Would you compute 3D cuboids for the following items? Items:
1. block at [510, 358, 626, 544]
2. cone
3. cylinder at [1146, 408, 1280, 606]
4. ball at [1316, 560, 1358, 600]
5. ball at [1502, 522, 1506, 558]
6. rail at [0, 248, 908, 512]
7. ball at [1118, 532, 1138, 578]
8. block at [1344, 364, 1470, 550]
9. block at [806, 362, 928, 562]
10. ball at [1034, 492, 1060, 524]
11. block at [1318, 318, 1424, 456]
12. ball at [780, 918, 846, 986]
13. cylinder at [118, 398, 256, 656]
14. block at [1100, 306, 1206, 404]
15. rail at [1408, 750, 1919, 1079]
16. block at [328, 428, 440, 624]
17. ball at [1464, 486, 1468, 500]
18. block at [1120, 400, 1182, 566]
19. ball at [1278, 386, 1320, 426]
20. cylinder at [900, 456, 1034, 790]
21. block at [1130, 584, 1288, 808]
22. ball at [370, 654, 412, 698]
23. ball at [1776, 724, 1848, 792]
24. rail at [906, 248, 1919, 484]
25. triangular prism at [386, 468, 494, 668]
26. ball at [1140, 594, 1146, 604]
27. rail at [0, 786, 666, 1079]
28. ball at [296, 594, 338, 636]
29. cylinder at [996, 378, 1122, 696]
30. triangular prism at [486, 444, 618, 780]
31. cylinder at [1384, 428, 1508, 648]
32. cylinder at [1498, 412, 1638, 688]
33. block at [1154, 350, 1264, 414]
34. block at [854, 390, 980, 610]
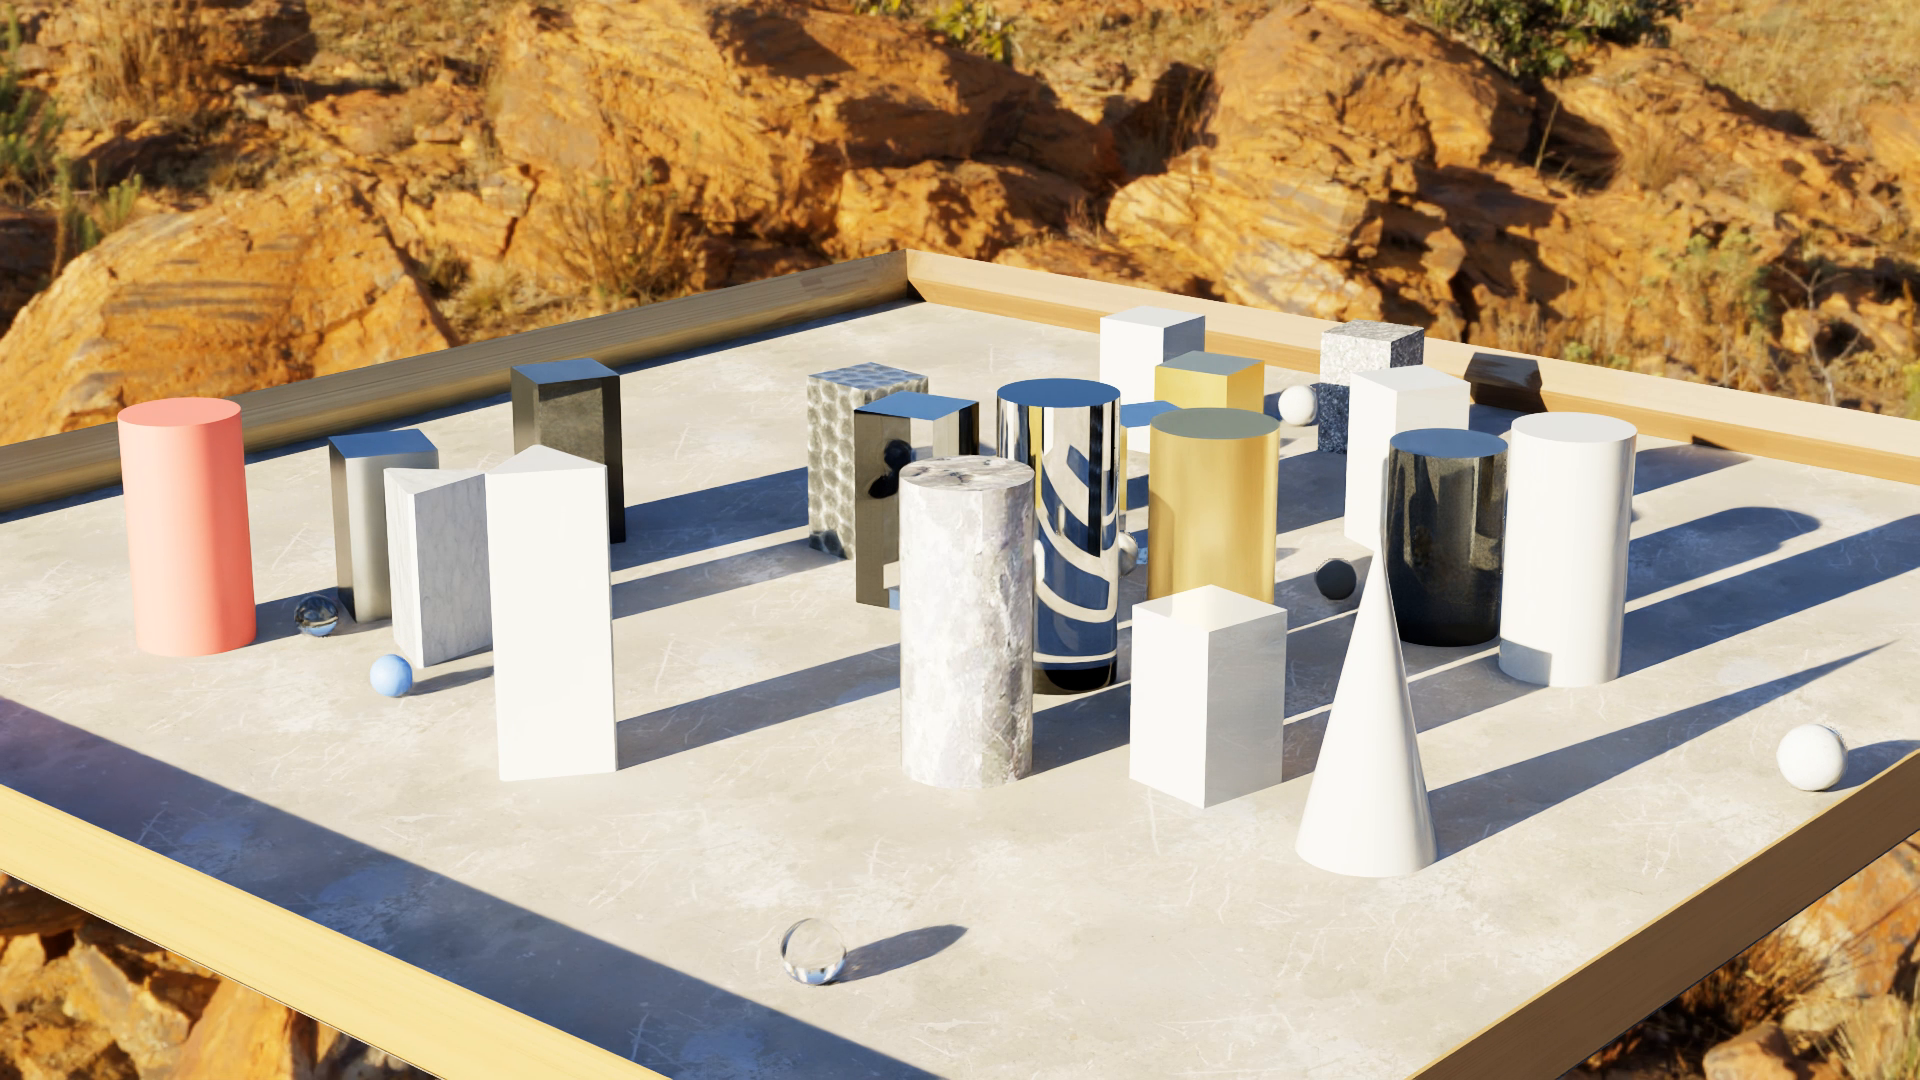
[{"bbox_3d":[-0.725,-0.159,5.424,0.156,0.318,0.156,-8,19,-26],"label":"block"},{"bbox_3d":[0.560,0.207,3.973,0.195,0.456,0.195,0,17,0],"label":"cone"},{"bbox_3d":[0.384,0.047,4.488,0.195,0.466,0.195,0,17,0],"label":"cylinder"},{"bbox_3d":[0.655,0.070,5.095,0.070,0.070,0.070,0,17,0],"label":"ball"},{"bbox_3d":[0.968,-0.002,5.324,0.077,0.077,0.077,0,17,0],"label":"ball"},{"bbox_3d":[-1.283,-0.290,6.187,0.045,0.127,3.552,14,22,39],"label":"rail"},{"bbox_3d":[0.274,0.026,5.215,0.085,0.085,0.085,0,17,0],"label":"ball"},{"bbox_3d":[0.821,-0.146,5.391,0.156,0.313,0.156,-7,18,-23],"label":"block"},{"bbox_3d":[-0.167,-0.141,5.355,0.156,0.325,0.156,-15,23,-41],"label":"block"},{"bbox_3d":[0.159,-0.061,5.547,0.061,0.061,0.061,0,17,0],"label":"ball"},{"bbox_3d":[0.848,-0.311,6.047,0.156,0.250,0.156,11,20,33],"label":"block"},{"bbox_3d":[-0.182,0.508,3.621,0.082,0.082,0.082,0,17,0],"label":"ball"},{"bbox_3d":[-1.276,-0.023,4.849,0.195,0.390,0.195,0,17,0],"label":"cylinder"},{"bbox_3d":[0.401,-0.340,6.127,0.156,0.260,0.156,13,21,36],"label":"block"},{"bbox_3d":[1.283,0.354,4.053,0.045,0.127,3.552,14,22,39],"label":"rail"},{"bbox_3d":[-0.983,-0.026,5.036,0.156,0.289,0.156,-7,18,-21],"label":"block"},{"bbox_3d":[0.919,-0.096,5.598,0.098,0.098,0.098,0,17,0],"label":"ball"},{"bbox_3d":[0.337,-0.105,5.350,0.156,0.258,0.156,-7,18,-23],"label":"block"},{"bbox_3d":[0.723,-0.286,6.248,0.087,0.087,0.087,0,17,0],"label":"ball"},{"bbox_3d":[0.010,0.118,4.279,0.195,0.449,0.195,0,17,0],"label":"cylinder"},{"bbox_3d":[0.359,0.224,4.245,0.156,0.266,0.156,-13,21,-37],"label":"block"},{"bbox_3d":[-0.897,0.214,4.623,0.067,0.067,0.067,0,17,0],"label":"ball"},{"bbox_3d":[1.232,0.314,4.238,0.098,0.098,0.098,0,17,0],"label":"ball"},{"bbox_3d":[1.149,-0.350,6.387,3.447,0.127,0.045,14,22,39],"label":"rail"},{"bbox_3d":[-0.885,0.036,4.822,0.147,0.294,0.169,12,21,35],"label":"triangular prism"},{"bbox_3d":[0.341,0.115,4.939,0.075,0.075,0.075,0,17,0],"label":"ball"},{"bbox_3d":[-1.149,0.414,3.853,3.447,0.127,0.045,14,22,39],"label":"rail"},{"bbox_3d":[-1.077,0.127,4.908,0.070,0.070,0.070,0,17,0],"label":"ball"},{"bbox_3d":[0.155,-0.007,4.660,0.195,0.468,0.195,0,17,0],"label":"cylinder"},{"bbox_3d":[-0.605,0.103,4.304,0.169,0.464,0.147,-4,17,-13],"label":"triangular prism"},{"bbox_3d":[0.810,-0.006,4.907,0.195,0.324,0.195,0,17,0],"label":"cylinder"},{"bbox_3d":[0.974,0.014,4.707,0.195,0.402,0.195,0,17,0],"label":"cylinder"},{"bbox_3d":[0.481,-0.212,5.686,0.156,0.269,0.156,10,20,31],"label":"block"},{"bbox_3d":[-0.074,-0.065,5.066,0.156,0.346,0.156,10,19,29],"label":"block"}]
